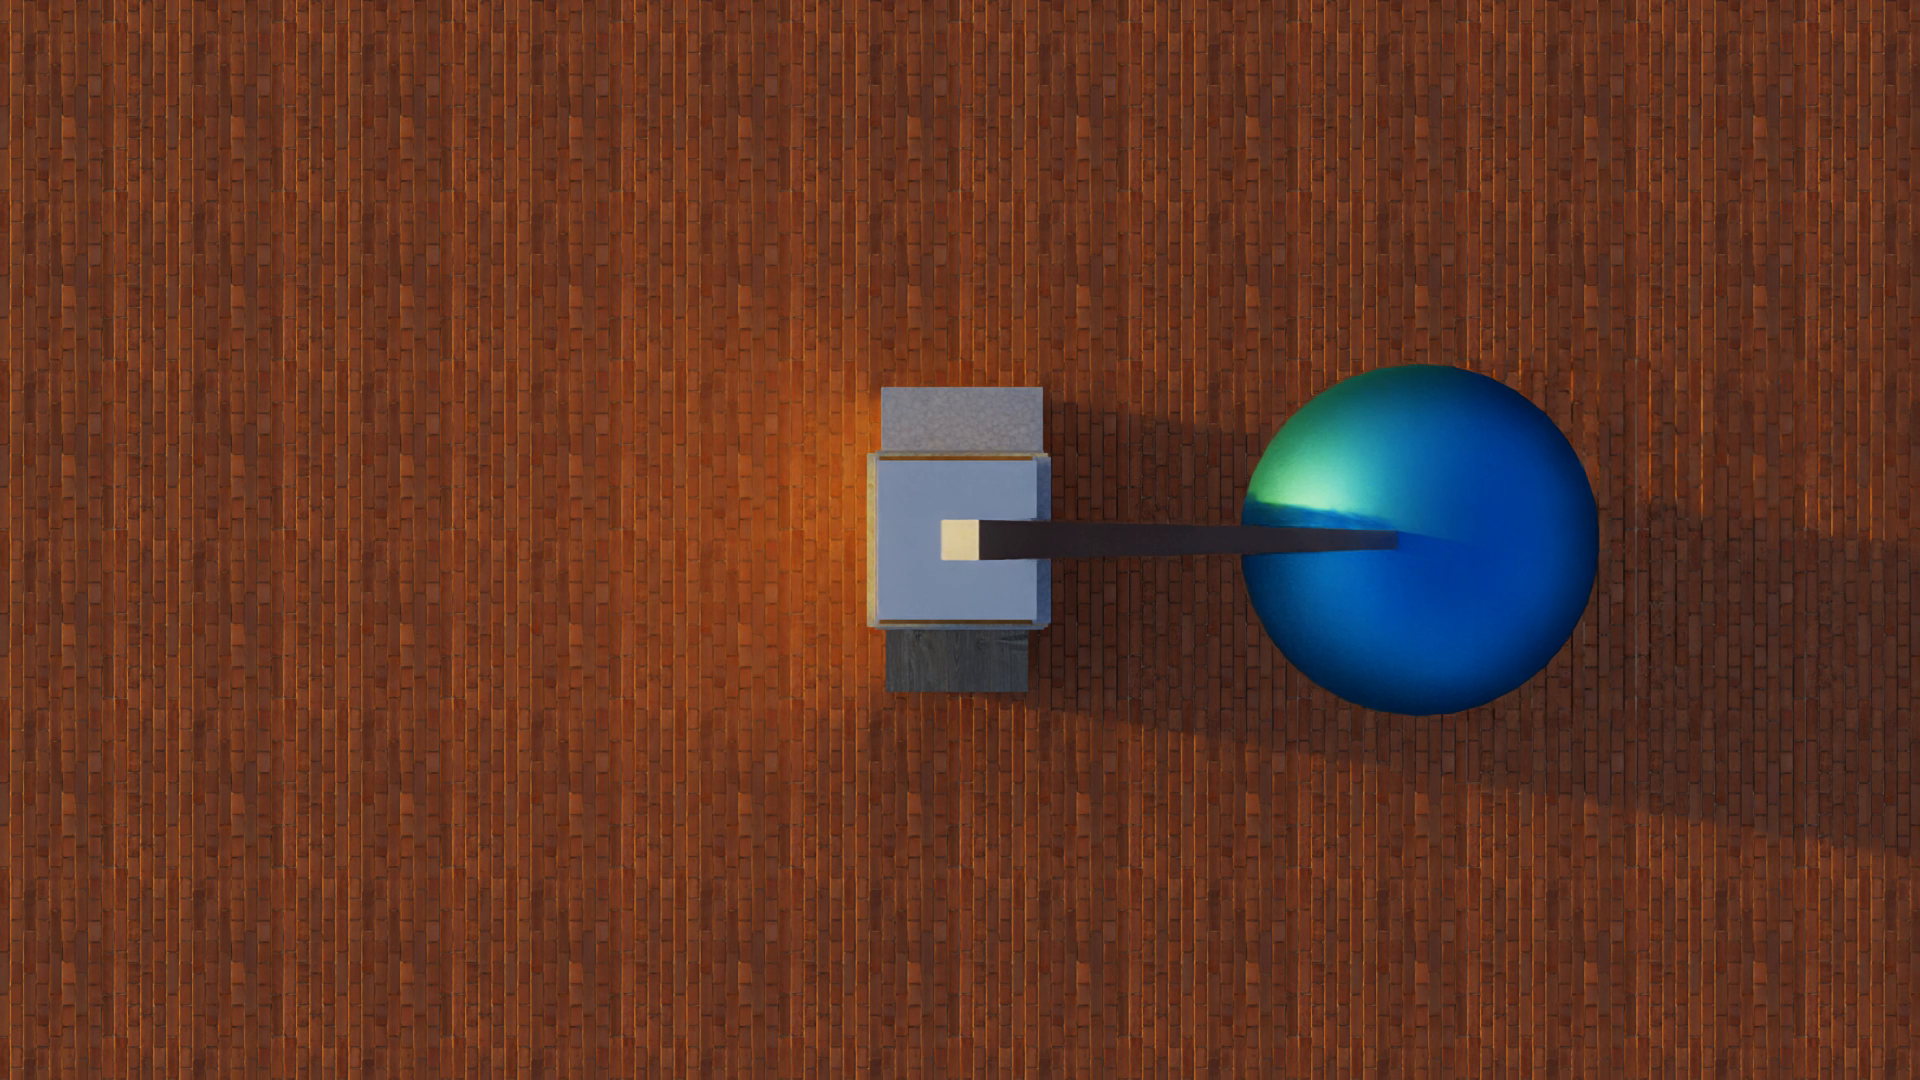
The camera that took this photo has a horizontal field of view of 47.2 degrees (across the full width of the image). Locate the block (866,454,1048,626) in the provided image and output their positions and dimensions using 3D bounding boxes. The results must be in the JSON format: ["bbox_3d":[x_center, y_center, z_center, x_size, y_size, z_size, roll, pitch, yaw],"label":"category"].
[{"bbox_3d":[-0.012,0.000,10.826,0.863,0.689,0.829,0,90,0],"label":"block"}]

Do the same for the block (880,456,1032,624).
[{"bbox_3d":[-0.018,0.000,9.495,0.639,0.598,0.701,0,90,0],"label":"block"}]

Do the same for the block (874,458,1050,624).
[{"bbox_3d":[0.012,0.000,10.138,0.786,0.687,0.739,0,90,0],"label":"block"}]

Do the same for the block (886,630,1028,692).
[{"bbox_3d":[-0.017,0.428,12.619,0.793,0.761,0.836,0,90,0],"label":"block"}]

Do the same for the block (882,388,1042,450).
[{"bbox_3d":[0.012,-0.423,12.580,0.893,0.840,0.845,0,90,0],"label":"block"}]

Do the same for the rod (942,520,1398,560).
[{"bbox_3d":[0.899,0.000,6.801,0.080,5.200,0.080,0,90,20],"label":"rod"}]

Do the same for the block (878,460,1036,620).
[{"bbox_3d":[-0.011,0.000,8.899,0.623,0.593,0.622,0,90,0],"label":"block"}]

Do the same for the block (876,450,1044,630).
[{"bbox_3d":[-0.002,0.000,11.665,0.858,0.989,0.911,0,90,0],"label":"block"}]

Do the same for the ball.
[{"bbox_3d":[2.074,0.000,9.991,1.600,1.600,1.600,0,90,0],"label":"ball"}]
